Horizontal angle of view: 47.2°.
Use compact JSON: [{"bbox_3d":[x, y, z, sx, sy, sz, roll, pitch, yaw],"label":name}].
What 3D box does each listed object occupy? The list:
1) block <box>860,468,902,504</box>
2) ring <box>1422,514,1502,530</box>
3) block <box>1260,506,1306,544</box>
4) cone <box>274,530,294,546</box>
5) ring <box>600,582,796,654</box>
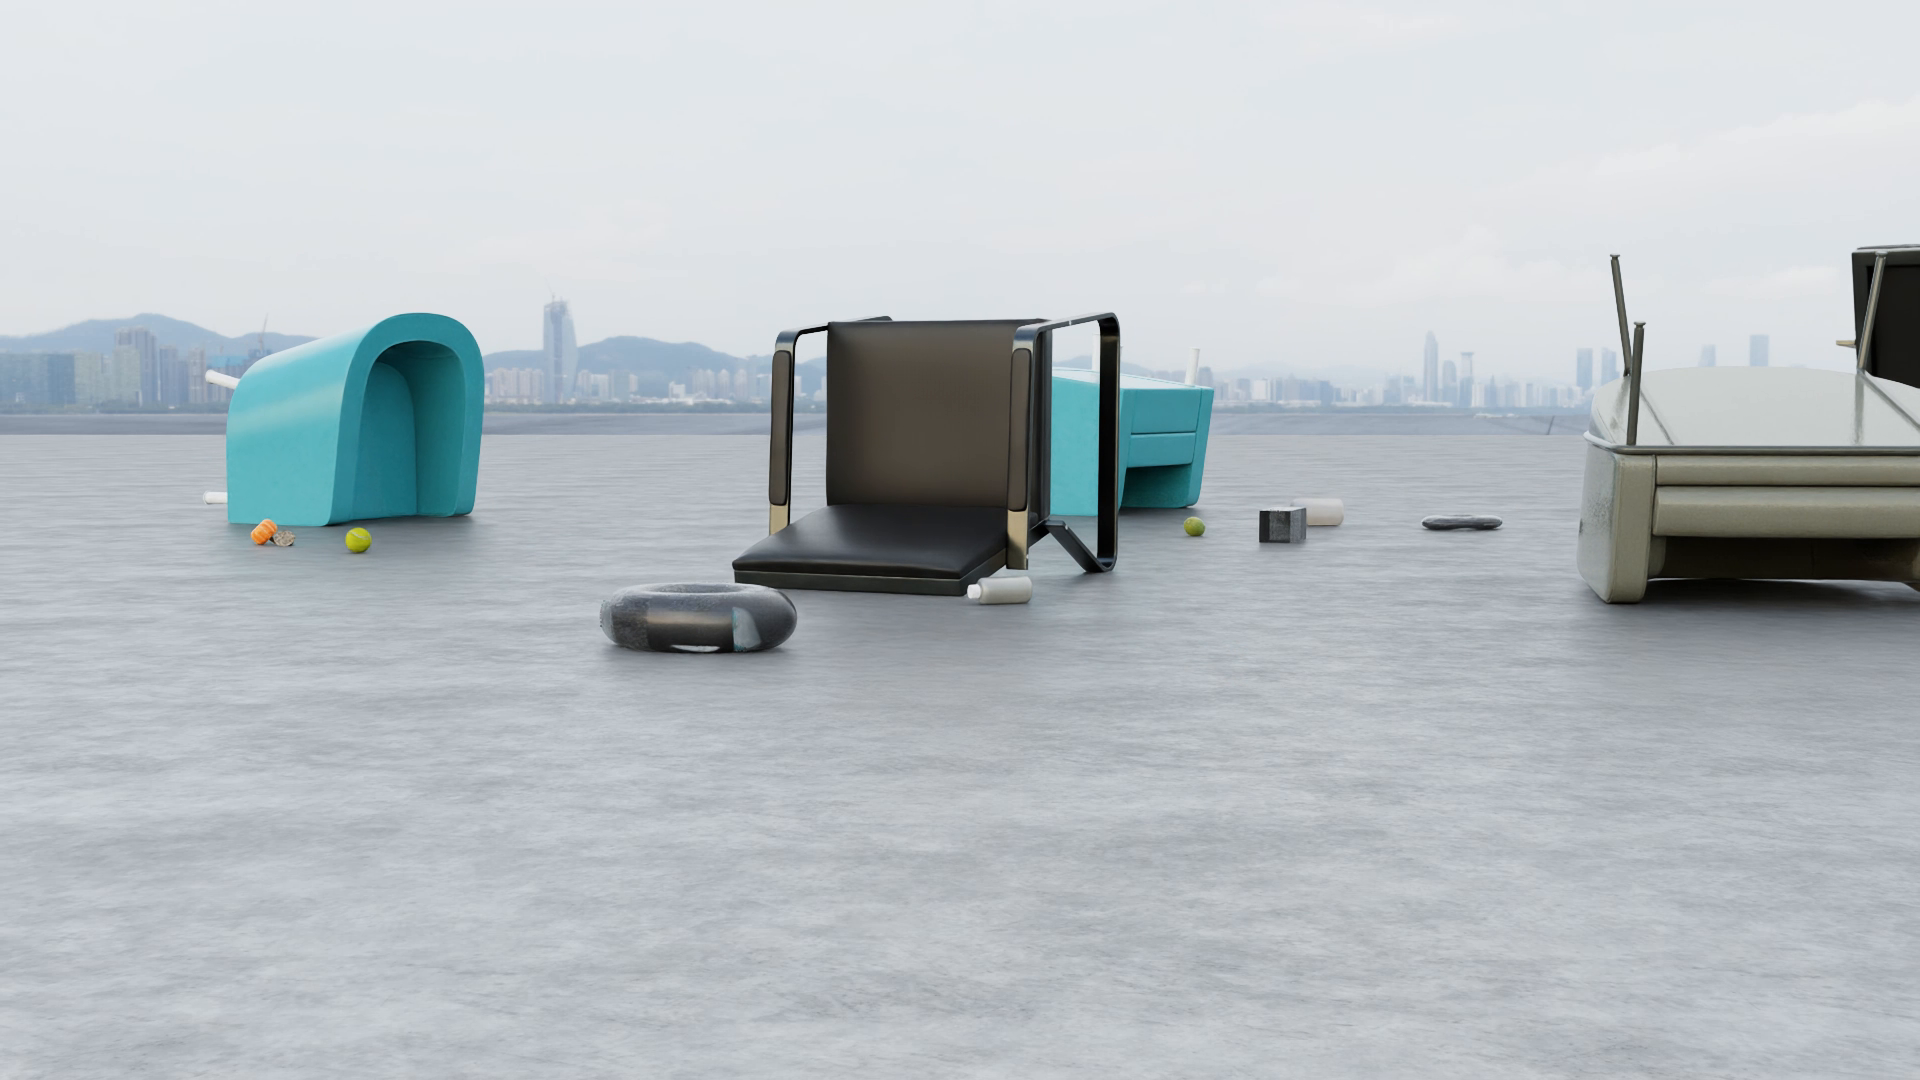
[{"bbox_3d":[-0.310,-0.216,8.766,0.099,0.127,0.209,1,4,19],"label":"block"},{"bbox_3d":[1.615,-0.058,7.075,0.276,0.043,0.201,-2,5,-20],"label":"ring"},{"bbox_3d":[0.957,-0.045,6.518,0.093,0.094,0.205,2,4,22],"label":"block"},{"bbox_3d":[-1.932,0.004,6.328,0.062,0.047,0.063,-2,-17,5],"label":"cone"},{"bbox_3d":[-0.458,0.135,3.839,0.375,0.104,0.262,1,5,27],"label":"ring"}]
